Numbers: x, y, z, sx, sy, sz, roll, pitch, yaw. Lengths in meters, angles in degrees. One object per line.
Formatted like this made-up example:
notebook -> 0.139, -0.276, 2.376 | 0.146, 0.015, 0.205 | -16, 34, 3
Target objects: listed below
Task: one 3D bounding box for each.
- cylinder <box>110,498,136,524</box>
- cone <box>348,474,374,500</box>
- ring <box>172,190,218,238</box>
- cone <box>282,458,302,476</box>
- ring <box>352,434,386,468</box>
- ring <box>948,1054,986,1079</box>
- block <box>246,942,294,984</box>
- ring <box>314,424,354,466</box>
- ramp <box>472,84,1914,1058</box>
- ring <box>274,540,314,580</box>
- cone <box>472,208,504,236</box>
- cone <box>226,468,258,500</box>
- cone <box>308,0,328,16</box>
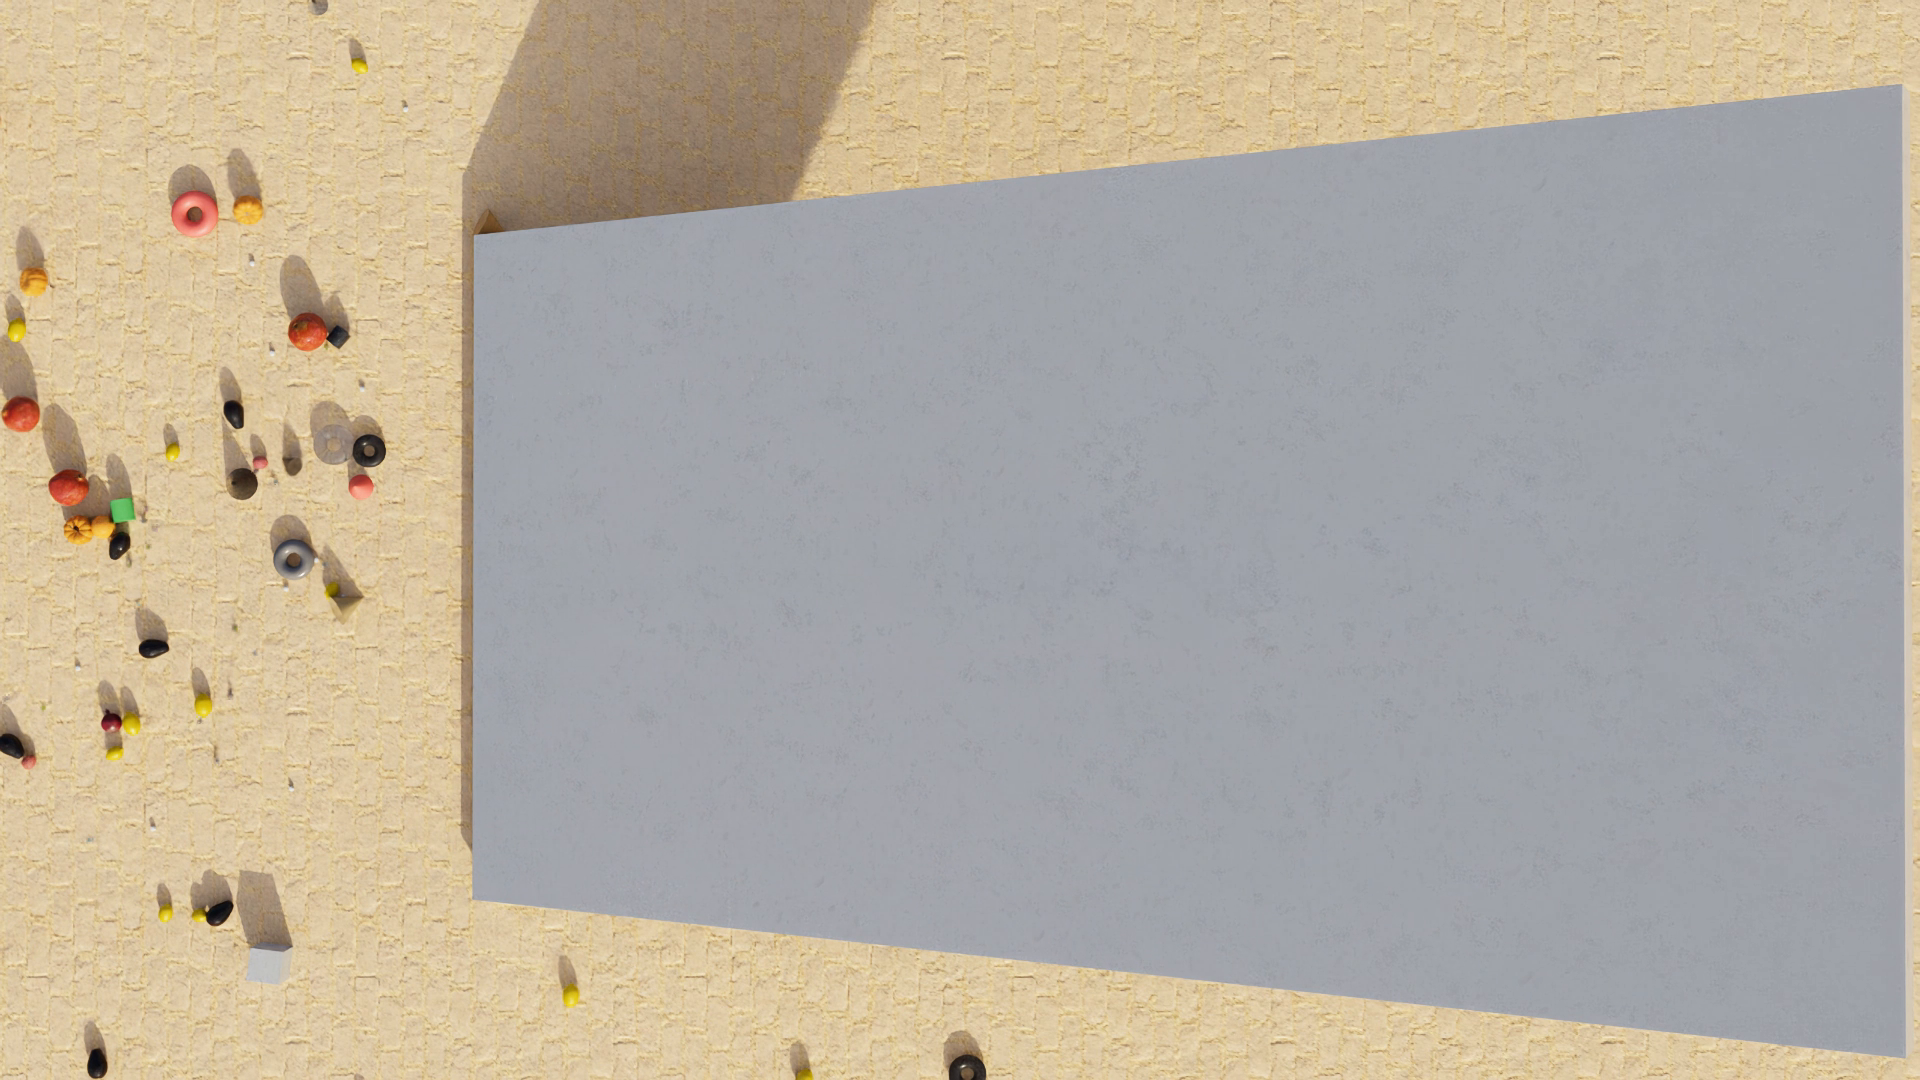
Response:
cylinder -> -2.539, -0.089, 6.669 | 0.065, 0.065, 0.065 | -11, 89, 0
cone -> -1.826, -0.162, 6.664 | 0.077, 0.077, 0.077 | 0, 89, 0
ring -> -2.326, -0.991, 6.687 | 0.143, 0.048, 0.143 | 0, 89, 1
cone -> -2.043, -0.236, 6.690 | 0.061, 0.061, 0.061 | 31, 90, 27
ring -> -1.796, -0.270, 6.687 | 0.102, 0.034, 0.102 | 0, 90, -1
ring -> 0.023, 1.619, 6.667 | 0.117, 0.039, 0.117 | 0, 90, 1
block -> -2.084, 1.278, 6.640 | 0.099, 0.099, 0.099 | 8, 89, 0
ring -> -1.902, -0.290, 6.683 | 0.126, 0.042, 0.126 | 0, 88, -1
ramp -> 0.262, 0.072, 5.606 | 4.000, 0.100, 2.000 | 0, 89, 32
ring -> -2.024, 0.060, 6.680 | 0.126, 0.042, 0.126 | 0, 91, 1
cone -> -1.413, -0.941, 6.688 | 0.098, 0.098, 0.098 | 28, 89, -26
cone -> -2.189, -0.171, 6.653 | 0.098, 0.098, 0.098 | 0, 89, 0
cone -> -1.961, -1.634, 6.684 | 0.065, 0.065, 0.065 | 0, 89, 0
